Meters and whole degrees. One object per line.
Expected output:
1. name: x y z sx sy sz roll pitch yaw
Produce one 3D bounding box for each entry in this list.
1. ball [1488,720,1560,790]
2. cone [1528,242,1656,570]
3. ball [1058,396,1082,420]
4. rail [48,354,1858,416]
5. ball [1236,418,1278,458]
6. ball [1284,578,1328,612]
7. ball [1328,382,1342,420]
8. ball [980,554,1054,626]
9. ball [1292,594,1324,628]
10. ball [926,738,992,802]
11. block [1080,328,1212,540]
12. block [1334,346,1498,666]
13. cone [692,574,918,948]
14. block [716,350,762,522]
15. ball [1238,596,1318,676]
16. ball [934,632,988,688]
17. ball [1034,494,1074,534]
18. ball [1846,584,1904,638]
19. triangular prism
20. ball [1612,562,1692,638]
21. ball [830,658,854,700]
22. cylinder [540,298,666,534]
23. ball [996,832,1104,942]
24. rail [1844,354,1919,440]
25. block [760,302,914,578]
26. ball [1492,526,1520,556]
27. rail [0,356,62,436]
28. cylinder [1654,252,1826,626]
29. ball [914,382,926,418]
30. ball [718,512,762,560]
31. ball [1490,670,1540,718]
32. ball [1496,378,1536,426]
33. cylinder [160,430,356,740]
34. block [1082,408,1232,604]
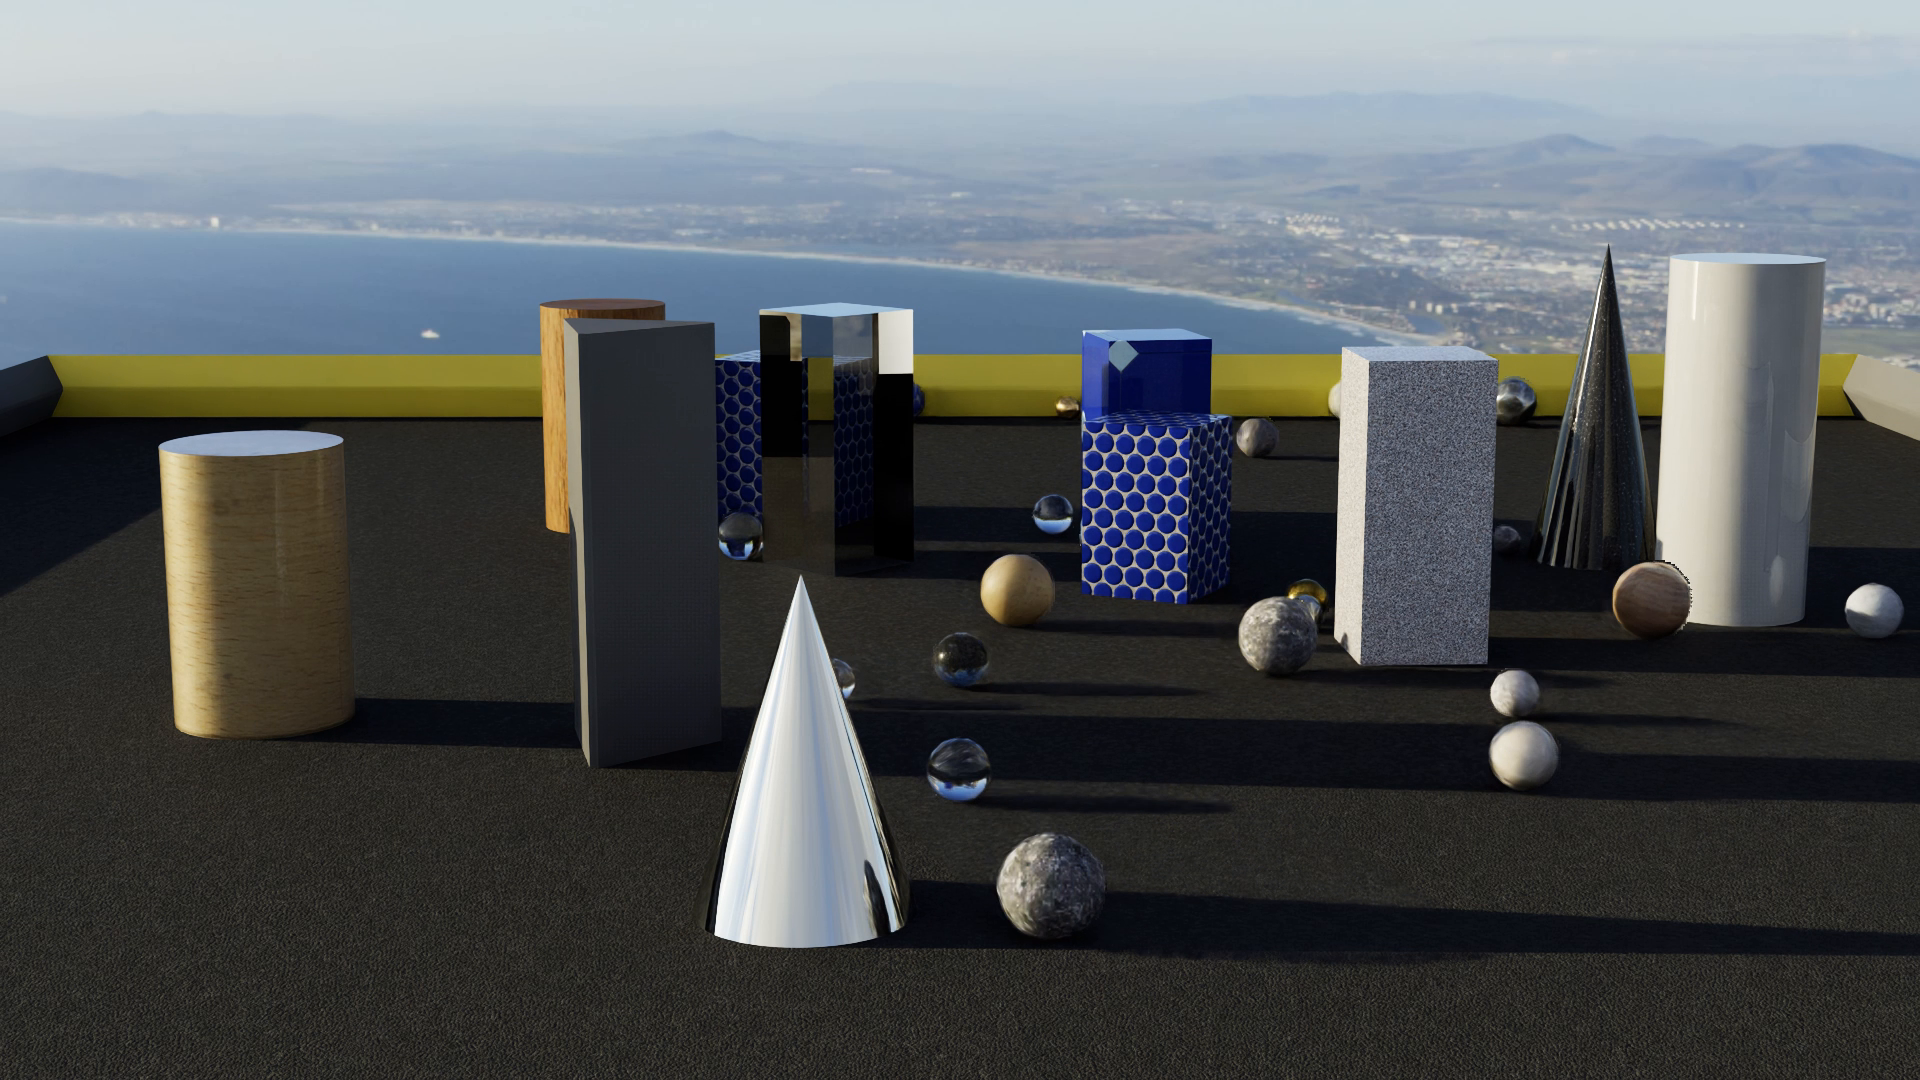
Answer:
1. ball: 0.573 0.219 2.608 0.071 0.071 0.071 0 10 0
2. cone: 0.950 -0.205 3.800 0.198 0.471 0.198 0 10 0
3. ball: 0.226 -0.274 5.325 0.050 0.050 0.050 0 10 0
4. rail: -0.011 -0.320 5.355 3.792 0.128 0.045 0 10 0
5. ball: 0.557 -0.192 4.814 0.076 0.076 0.076 0 10 0
6. ball: 0.458 0.080 3.394 0.057 0.057 0.057 0 10 0
7. ball: 0.805 -0.288 5.302 0.088 0.088 0.088 0 10 0
8. ball: 0.074 0.066 3.365 0.096 0.096 0.096 0 10 0
9. ball: 0.447 0.095 3.335 0.049 0.049 0.049 0 10 0
10. ball: -0.001 0.230 2.566 0.065 0.065 0.065 0 10 0
11. block: 0.281 -0.150 3.904 0.158 0.325 0.158 -2 11 -12
12. block: 0.566 -0.045 3.199 0.158 0.376 0.158 -1 11 -3
13. cone: -0.136 0.176 2.215 0.198 0.299 0.198 0 10 0
14. block: -0.297 -0.170 4.193 0.158 0.260 0.158 5 11 24
15. ball: 0.384 0.116 3.097 0.095 0.095 0.095 0 10 0
16. ball: 0.001 0.142 3.037 0.065 0.065 0.065 0 10 0
17. ball: 0.146 -0.040 4.030 0.063 0.063 0.063 0 10 0
18. ball: 1.175 0.091 3.297 0.071 0.071 0.071 0 10 0
19. triangular prism: -0.374 -0.006 2.761 0.171 0.457 0.148 -10 14 -43
20. ball: 0.888 0.077 3.296 0.099 0.099 0.099 0 10 0
21. ball: -0.147 0.163 2.963 0.052 0.052 0.052 0 10 0
22. cylinder: -0.566 -0.200 4.092 0.198 0.354 0.198 0 10 0
23. ball: 0.076 0.292 2.160 0.090 0.090 0.090 0 10 0
24. rail: 1.872 0.031 3.459 0.045 0.128 3.924 0 10 0
25. block: -0.180 -0.151 3.773 0.158 0.375 0.158 10 15 44
26. ball: 0.821 0.002 3.856 0.044 0.044 0.044 0 10 0
27. rail: -1.872 0.035 3.438 0.045 0.128 3.924 0 10 0
28. cylinder: 1.038 -0.138 3.424 0.198 0.475 0.198 0 10 0
29. ball: -0.116 -0.287 5.296 0.087 0.087 0.087 0 10 0
30. ball: -0.327 -0.006 3.819 0.072 0.072 0.072 0 10 0
31. ball: 0.627 0.174 2.898 0.054 0.054 0.054 0 10 0
32. ball: 1.129 -0.281 5.241 0.096 0.096 0.096 0 10 0
33. cylinder: -0.785 0.047 2.873 0.198 0.314 0.198 0 10 0
34. block: 0.276 -0.050 3.593 0.158 0.242 0.158 5 12 27
